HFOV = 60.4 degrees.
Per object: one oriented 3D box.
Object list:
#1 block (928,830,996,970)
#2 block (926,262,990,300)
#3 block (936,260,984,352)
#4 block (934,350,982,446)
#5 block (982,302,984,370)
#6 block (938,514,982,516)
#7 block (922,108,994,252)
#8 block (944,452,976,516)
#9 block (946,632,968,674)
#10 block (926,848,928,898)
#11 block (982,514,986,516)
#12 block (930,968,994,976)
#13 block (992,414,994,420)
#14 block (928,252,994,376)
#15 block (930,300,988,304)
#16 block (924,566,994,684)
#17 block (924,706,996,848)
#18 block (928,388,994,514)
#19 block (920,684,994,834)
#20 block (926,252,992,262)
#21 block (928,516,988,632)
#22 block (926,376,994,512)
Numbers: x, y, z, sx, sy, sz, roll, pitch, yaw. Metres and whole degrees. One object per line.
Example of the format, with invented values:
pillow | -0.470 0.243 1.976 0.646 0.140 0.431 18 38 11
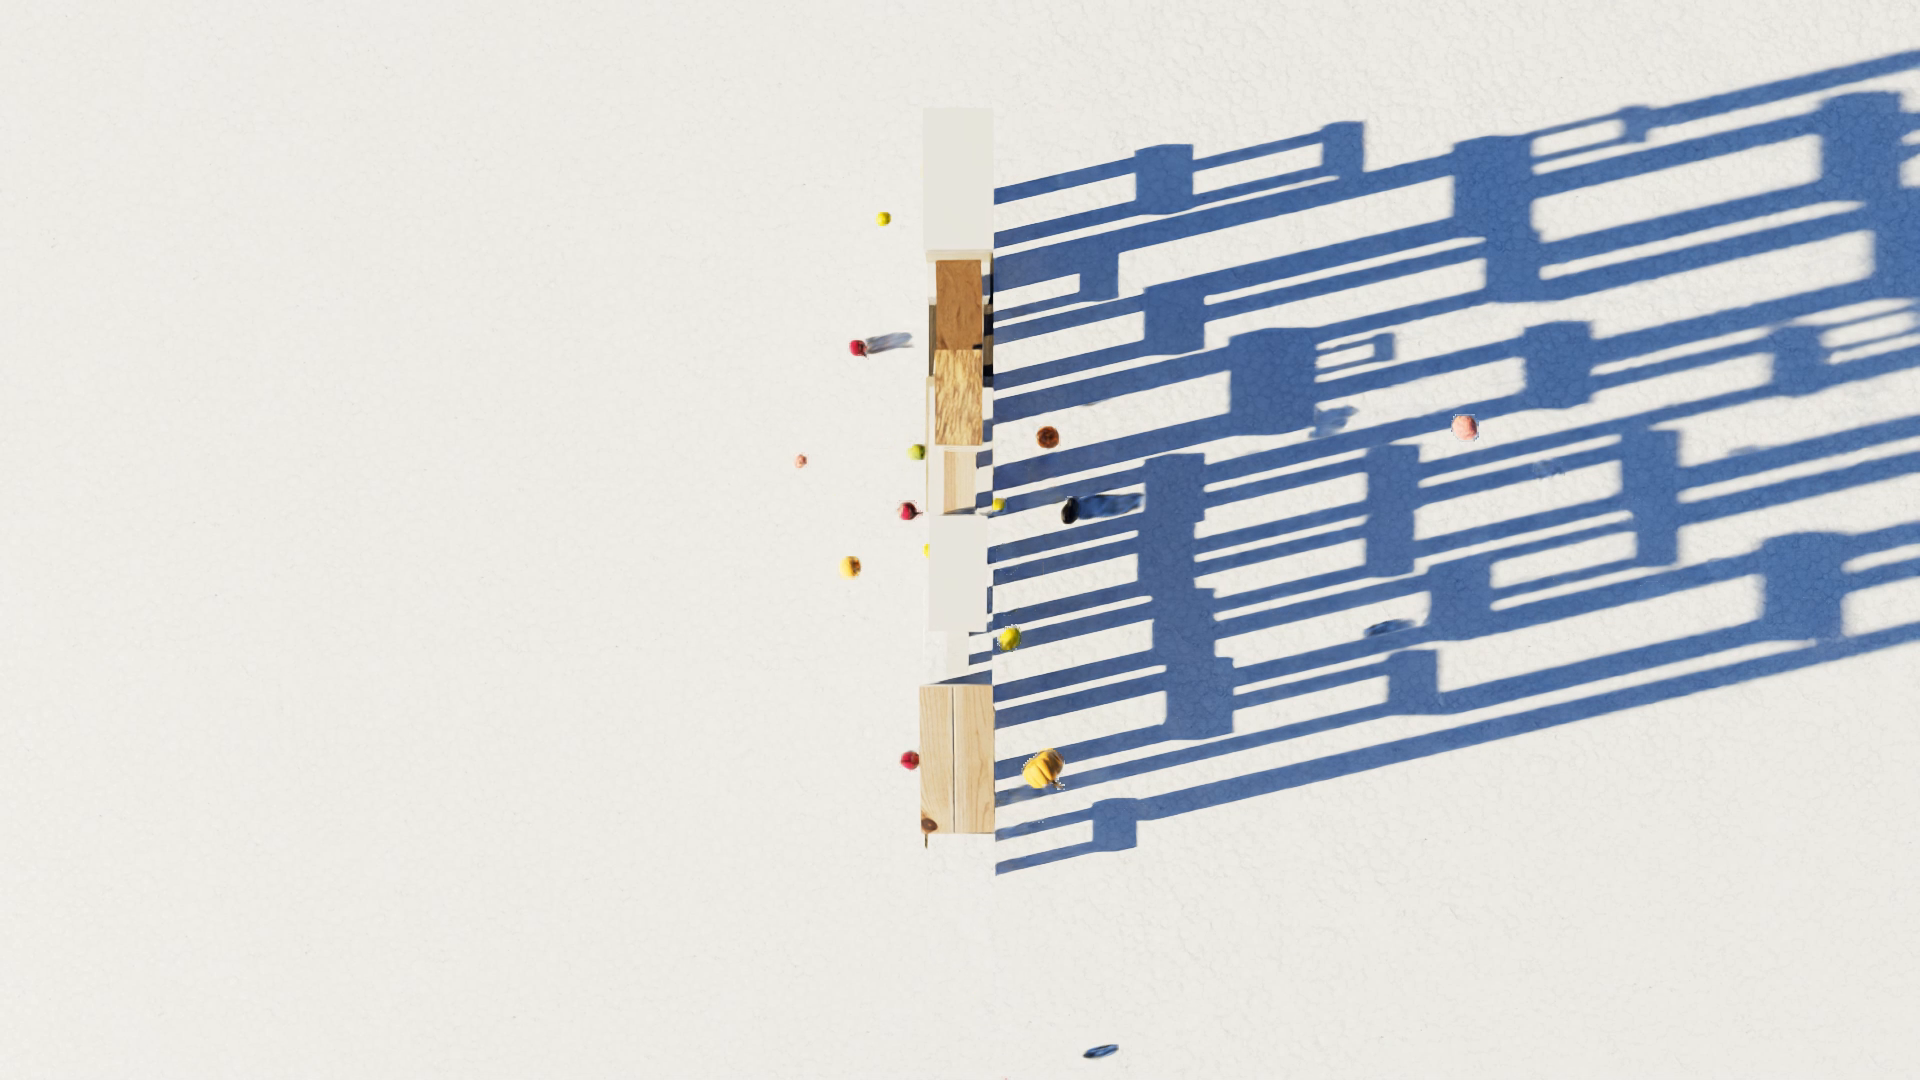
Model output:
block | 0.004 0.825 3.783 0.154 0.044 0.308 0 90 0
block | -0.005 -0.760 4.115 0.157 0.044 0.313 0 90 0
block | -0.002 -0.547 3.863 0.107 0.030 0.214 -1 90 0
block | -0.003 -0.327 3.801 0.109 0.031 0.218 0 90 0
block | 0.004 -0.489 4.153 0.110 0.031 0.220 1 90 0
block | 0.000 0.047 4.548 0.118 0.033 0.236 0 90 0
block | -0.004 -0.817 3.750 0.160 0.045 0.320 0 90 0
block | -0.001 -0.133 3.873 0.075 0.021 0.150 0 90 0
block | -0.006 0.272 4.021 0.054 0.015 0.108 0 90 0
block | -0.004 0.806 4.539 0.175 0.049 0.349 0 90 0
block | 0.003 -0.122 4.820 0.140 0.040 0.280 0 90 0
block | 0.004 0.935 4.171 0.161 0.046 0.321 0 90 0
block | 0.004 -0.318 4.234 0.155 0.311 0.044 -3 90 0
block | 0.003 -0.617 4.475 0.176 0.050 0.353 0 90 0
block | -0.003 -0.657 4.293 0.157 0.313 0.044 0 90 0
block | -0.004 0.240 4.161 0.173 0.049 0.346 0 90 0
block | -0.001 0.594 4.138 0.176 0.050 0.352 0 90 0
block | 0.002 -0.218 4.057 0.155 0.044 0.311 1 90 0
block | -0.007 0.497 3.756 0.167 0.047 0.333 -1 90 0
block | -0.004 -0.711 3.933 0.160 0.320 0.045 0 90 0
block | -0.005 0.077 3.848 0.135 0.038 0.269 1 90 0
block | -0.001 -0.255 4.415 0.180 0.051 0.360 0 90 0
